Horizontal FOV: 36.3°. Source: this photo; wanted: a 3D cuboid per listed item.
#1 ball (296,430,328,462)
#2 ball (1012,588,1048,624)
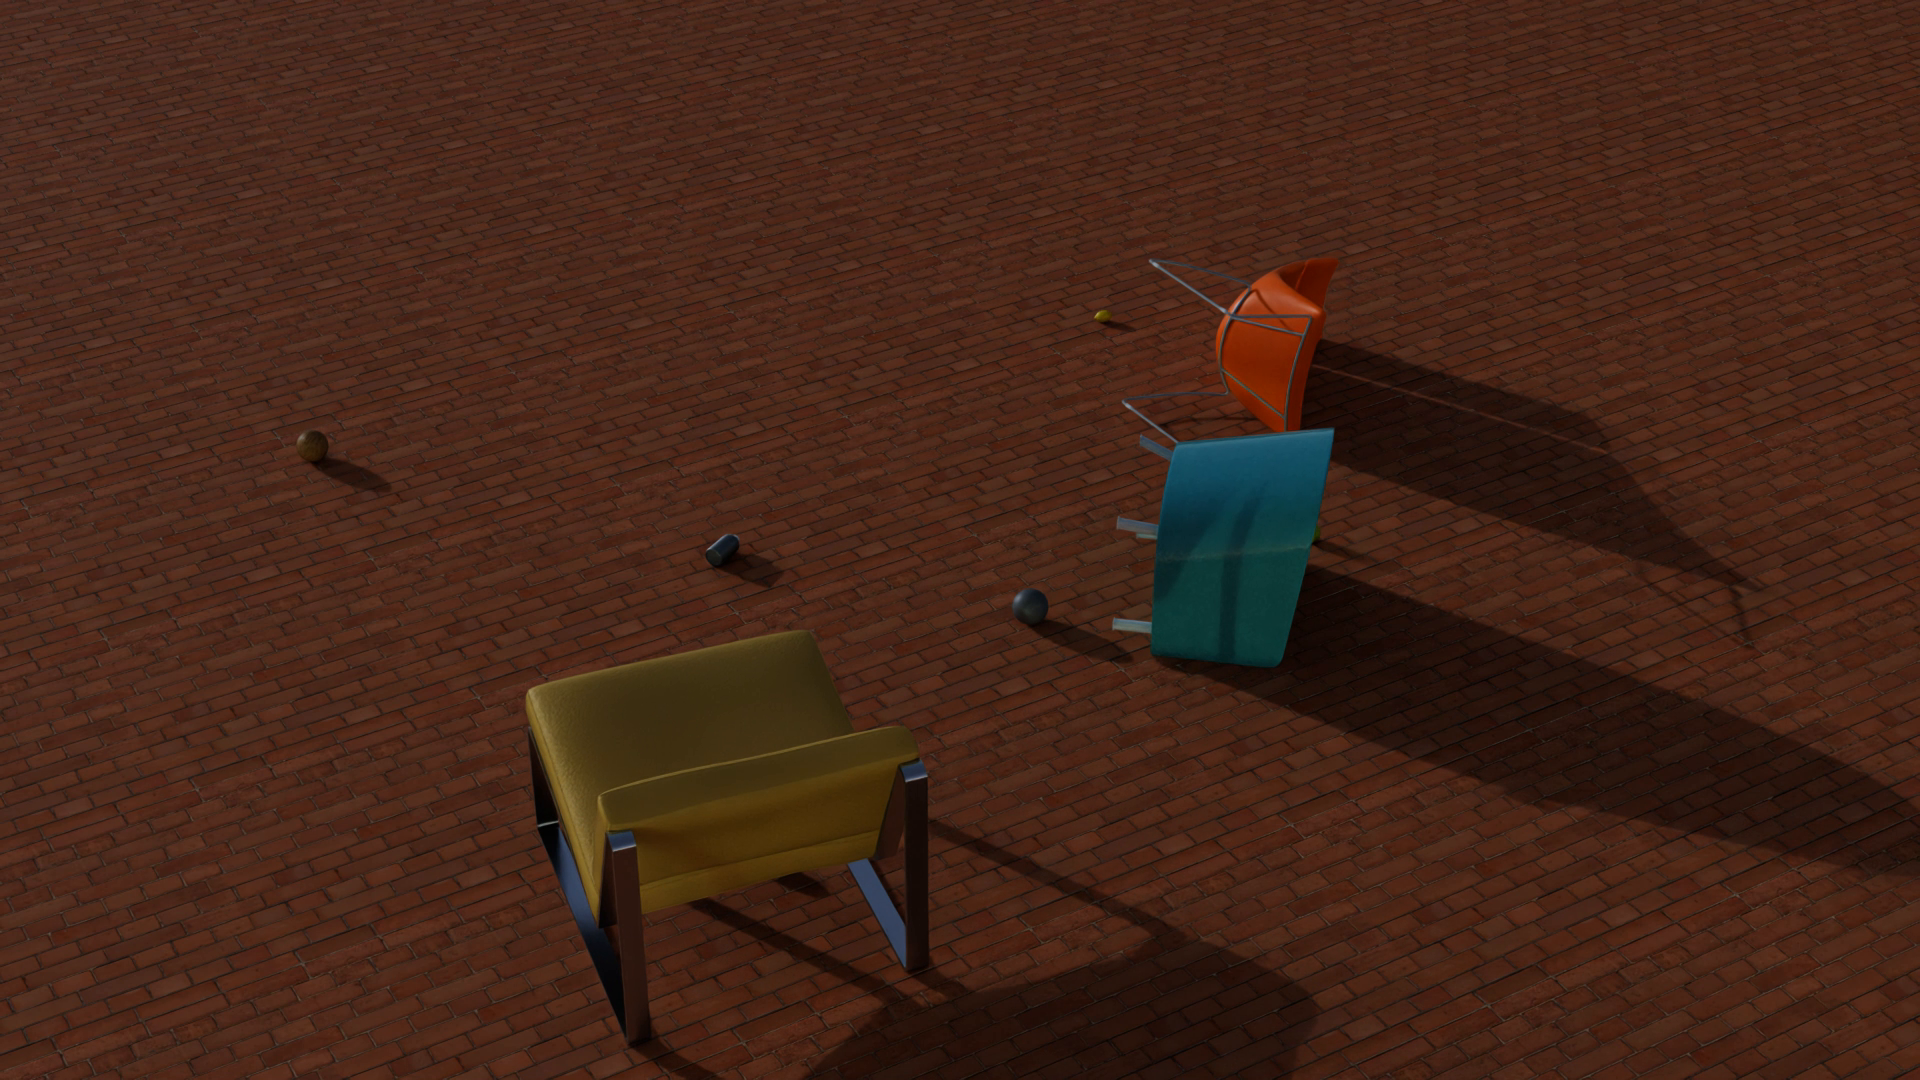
[{"bbox_3d":[-2.515,-0.366,11.387,0.124,0.124,0.124,0,33,0],"label":"ball"},{"bbox_3d":[0.251,0.237,10.465,0.131,0.131,0.131,0,33,0],"label":"ball"}]
